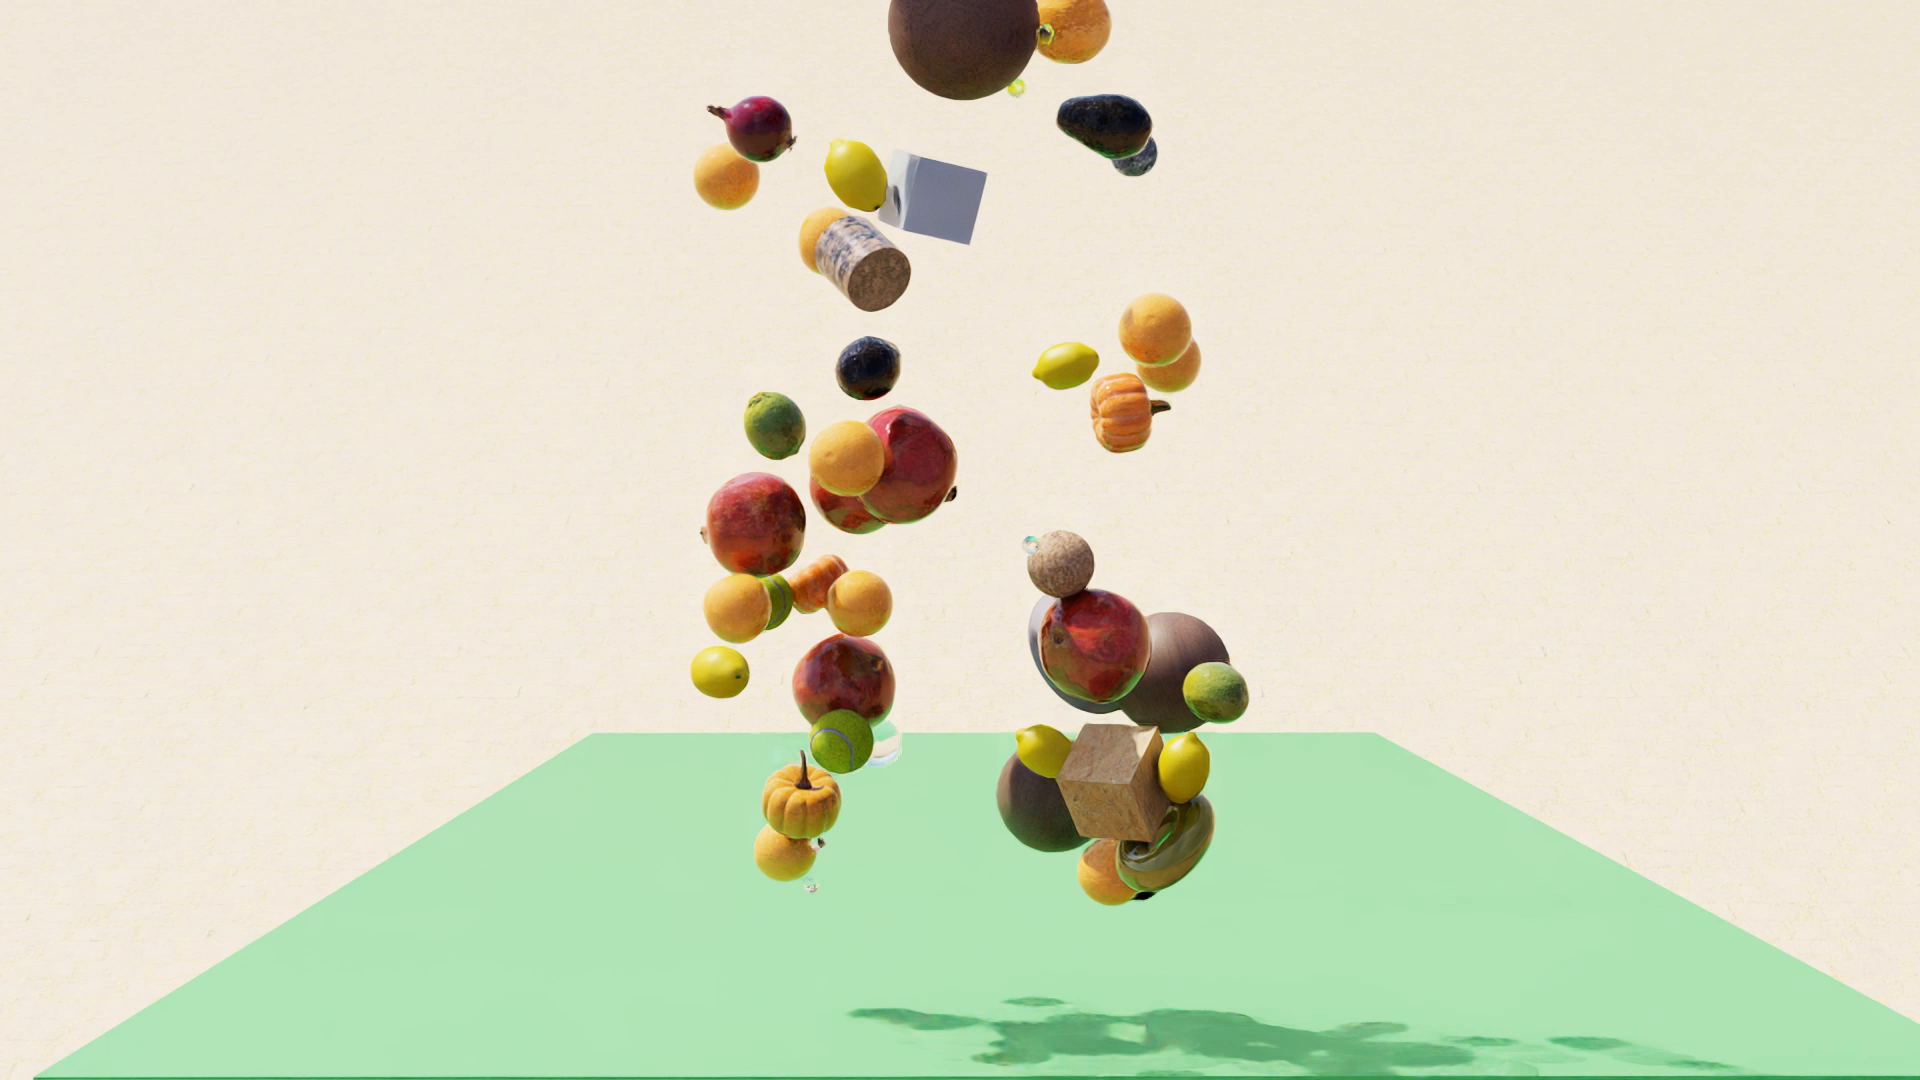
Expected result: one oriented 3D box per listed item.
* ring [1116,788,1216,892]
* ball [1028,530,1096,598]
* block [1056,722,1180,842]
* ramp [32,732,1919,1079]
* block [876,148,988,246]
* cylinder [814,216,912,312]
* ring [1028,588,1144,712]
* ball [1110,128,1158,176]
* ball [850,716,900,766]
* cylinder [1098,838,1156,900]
[{"bbox_3d":[0.202,0.294,2.537,0.117,0.039,0.117,-38,25,21],"label":"ring"},{"bbox_3d":[0.100,0.024,2.546,0.067,0.067,0.067,0,28,0],"label":"ball"},{"bbox_3d":[0.155,0.236,2.524,0.079,0.079,0.079,1,41,30],"label":"block"},{"bbox_3d":[0.063,0.567,4.607,2.000,0.100,4.000,0,1,0],"label":"ramp"},{"bbox_3d":[-0.025,-0.307,2.304,0.066,0.066,0.066,10,11,-25],"label":"block"},{"bbox_3d":[-0.099,-0.282,2.638,0.073,0.073,0.073,-15,40,-26],"label":"cylinder"},{"bbox_3d":[0.136,0.118,2.794,0.050,0.150,0.150,-35,4,39],"label":"ring"},{"bbox_3d":[0.181,-0.403,2.687,0.050,0.050,0.050,0,28,0],"label":"ball"},{"bbox_3d":[-0.098,0.235,3.008,0.058,0.058,0.058,0,28,0],"label":"ball"},{"bbox_3d":[0.208,0.339,2.824,0.083,0.083,0.083,20,29,33],"label":"cylinder"}]
